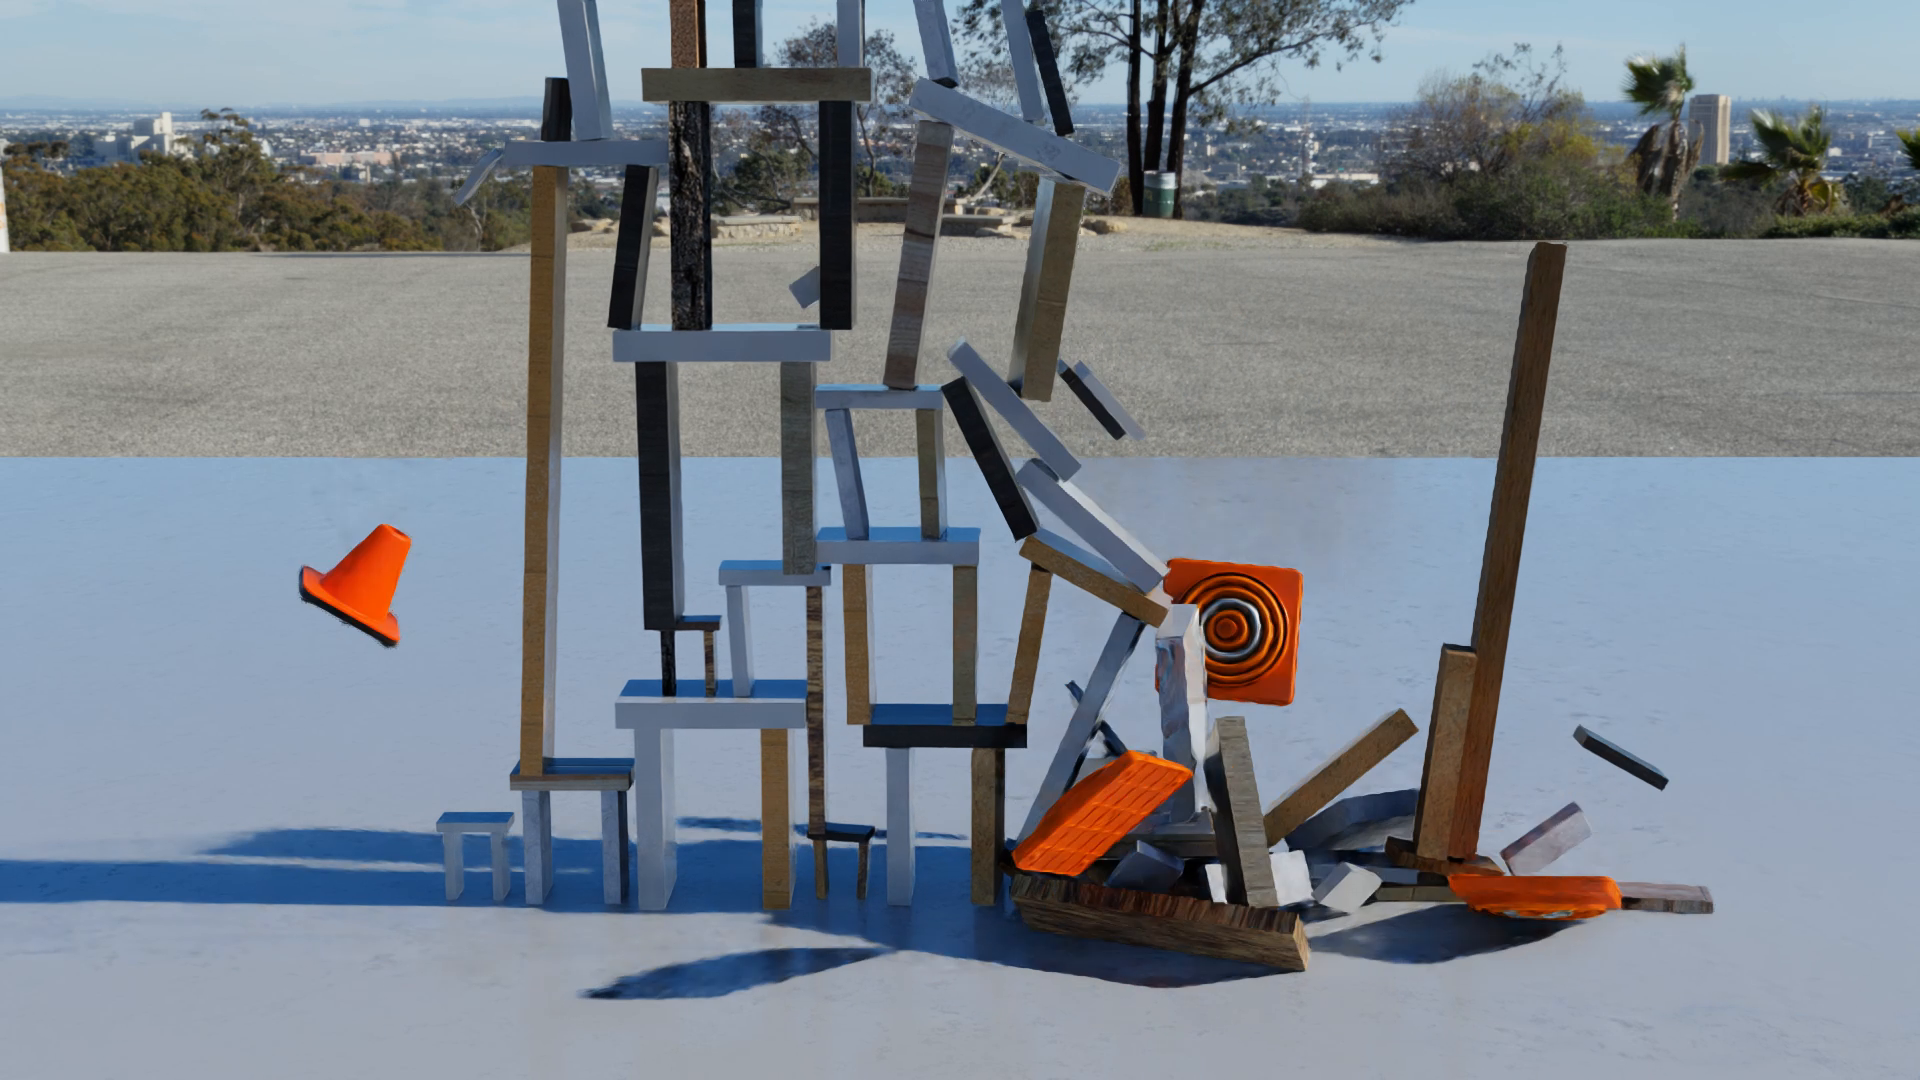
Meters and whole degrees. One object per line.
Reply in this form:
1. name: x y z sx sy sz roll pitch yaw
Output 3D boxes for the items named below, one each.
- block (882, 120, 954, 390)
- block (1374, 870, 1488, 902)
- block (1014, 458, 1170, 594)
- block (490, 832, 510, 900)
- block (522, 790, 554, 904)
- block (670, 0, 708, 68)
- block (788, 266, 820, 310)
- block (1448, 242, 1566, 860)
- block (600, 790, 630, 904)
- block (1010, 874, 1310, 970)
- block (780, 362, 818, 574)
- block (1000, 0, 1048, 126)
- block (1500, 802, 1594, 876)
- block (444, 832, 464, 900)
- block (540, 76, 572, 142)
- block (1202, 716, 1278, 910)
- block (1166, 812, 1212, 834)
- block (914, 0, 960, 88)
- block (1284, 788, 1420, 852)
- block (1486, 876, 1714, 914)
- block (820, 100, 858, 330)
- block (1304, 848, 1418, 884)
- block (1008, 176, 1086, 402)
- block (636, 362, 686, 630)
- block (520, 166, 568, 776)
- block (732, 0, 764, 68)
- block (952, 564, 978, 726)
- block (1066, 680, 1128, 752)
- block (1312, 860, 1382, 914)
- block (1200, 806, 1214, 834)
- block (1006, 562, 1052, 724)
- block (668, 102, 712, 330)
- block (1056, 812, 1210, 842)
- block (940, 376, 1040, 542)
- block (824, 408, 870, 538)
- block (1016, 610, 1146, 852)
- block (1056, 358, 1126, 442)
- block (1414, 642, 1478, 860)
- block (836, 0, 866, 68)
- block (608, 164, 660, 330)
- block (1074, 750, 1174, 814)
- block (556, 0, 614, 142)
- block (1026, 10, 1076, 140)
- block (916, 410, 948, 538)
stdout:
1. block: -0.066 -0.454 3.515 0.048 0.415 0.170 8 7 1
2. block: 0.779 0.577 3.671 0.178 0.025 0.089 0 11 -2
3. block: 0.216 -0.025 3.567 0.284 0.039 0.136 41 10 6
4. block: -0.763 0.533 3.656 0.017 0.117 0.059 0 11 0
5. block: -0.701 0.495 3.651 0.027 0.193 0.097 0 11 0
6. block: -0.424 -0.874 3.422 0.040 0.281 0.140 -1 9 0
7. block: -0.247 -0.451 3.857 0.099 0.050 0.014 -34 -4 1
8. block: 0.905 0.020 3.671 0.047 1.014 0.167 8 1 10
9. block: -0.572 0.495 3.651 0.027 0.194 0.097 0 11 0
10. block: 0.306 0.586 3.377 0.447 0.036 0.126 4 -33 22
11. block: -0.258 -0.126 3.549 0.048 0.339 0.170 0 9 -1
12. block: 0.098 -0.768 3.467 0.032 0.223 0.112 -11 4 6
13. block: 0.986 0.509 3.696 0.151 0.076 0.021 -35 39 1
14. block: -0.841 0.533 3.656 0.017 0.117 0.059 0 11 0
15. block: -0.631 -0.675 3.452 0.014 0.099 0.050 18 18 33
16. block: 0.436 0.454 3.437 0.045 0.318 0.159 -4 -31 -5
17. block: 0.407 0.507 3.805 0.059 0.119 0.017 5 47 45
18. block: -0.046 -0.831 3.473 0.032 0.223 0.112 -11 2 10
19. block: 0.729 0.484 3.804 0.318 0.045 0.159 -2 -28 -38
20. block: 1.055 0.585 3.636 0.355 0.021 0.076 2 11 9
21. block: -0.193 -0.515 3.491 0.050 0.351 0.175 0 9 0
22. block: 0.668 0.545 3.675 0.178 0.025 0.089 3 8 1
23. block: 0.136 -0.402 3.509 0.048 0.339 0.170 7 12 -8
24. block: -0.482 -0.081 3.548 0.048 0.426 0.170 -1 9 -1
25. block: -0.671 -0.109 3.546 0.036 0.975 0.127 3 10 -2
26. block: -0.332 -0.857 3.428 0.035 0.244 0.122 -1 9 1
27. block: 0.009 0.159 3.596 0.037 0.264 0.132 1 10 2
28. block: 0.259 0.348 3.723 0.017 0.059 0.301 -28 41 -9
29. block: 0.616 0.553 3.496 0.021 0.072 0.180 46 9 29
30. block: 0.431 0.511 3.951 0.082 0.023 0.164 23 11 -1
31. block: 0.115 0.162 3.598 0.036 0.254 0.127 10 11 2
32. block: -0.426 -0.514 3.486 0.050 0.351 0.176 0 9 -2
33. block: 0.287 0.477 3.648 0.252 0.036 0.126 -2 -12 4
34. block: 0.050 -0.135 3.553 0.039 0.273 0.136 -26 4 6
35. block: -0.182 -0.114 3.566 0.029 0.206 0.103 -9 9 4
36. block: 0.204 0.306 3.608 0.036 0.422 0.127 26 11 10
37. block: 0.207 -0.226 3.534 0.021 0.145 0.072 -41 17 4
38. block: 0.802 0.347 3.643 0.047 0.335 0.167 8 4 9
39. block: -0.170 -0.857 3.424 0.035 0.244 0.122 0 9 1
40. block: -0.517 -0.465 3.486 0.036 0.254 0.127 8 9 -2
41. block: 0.262 0.405 3.674 0.028 0.098 0.417 -18 -2 -15
42. block: -0.595 -0.821 3.428 0.040 0.392 0.140 -7 9 0
43. block: 0.142 -0.729 3.461 0.028 0.195 0.098 -15 5 5
44. block: -0.045 -0.115 3.570 0.029 0.206 0.103 -2 9 7
